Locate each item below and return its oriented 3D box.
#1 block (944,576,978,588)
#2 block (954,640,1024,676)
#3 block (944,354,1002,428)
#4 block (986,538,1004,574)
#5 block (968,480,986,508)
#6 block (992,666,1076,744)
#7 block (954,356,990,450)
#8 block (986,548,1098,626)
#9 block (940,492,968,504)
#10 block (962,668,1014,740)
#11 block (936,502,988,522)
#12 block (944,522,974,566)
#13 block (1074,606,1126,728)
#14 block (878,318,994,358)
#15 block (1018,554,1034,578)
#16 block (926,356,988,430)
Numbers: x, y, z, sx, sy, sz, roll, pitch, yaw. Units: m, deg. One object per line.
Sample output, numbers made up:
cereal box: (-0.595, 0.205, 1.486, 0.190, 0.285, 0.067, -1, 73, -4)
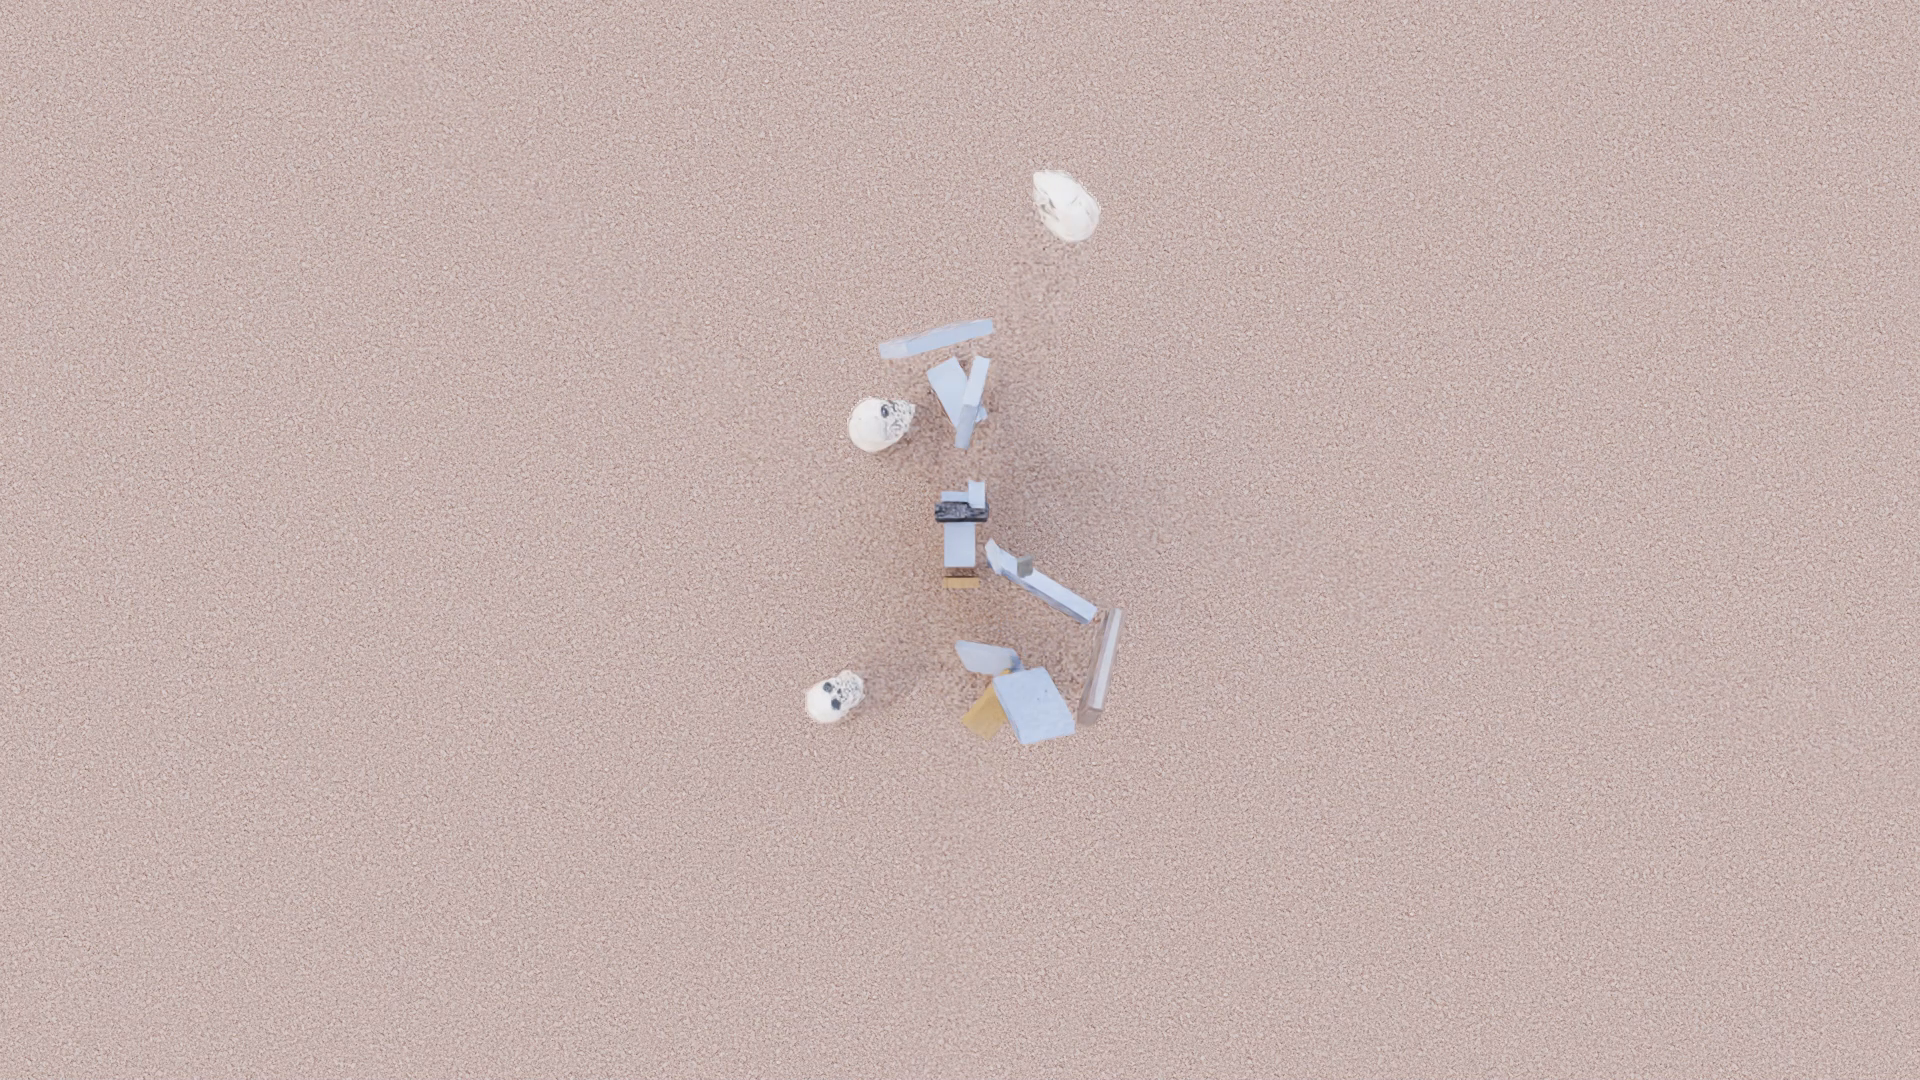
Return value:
block: (0.004, 0.137, 5.386, 0.114, 0.228, 0.032, 0, 90, 0)
block: (0.099, 0.393, 5.388, 0.032, 0.228, 0.114, -54, 133, -32)
block: (0.045, -0.495, 5.484, 0.113, 0.032, 0.225, 23, 90, 0)
block: (0.104, 0.050, 4.946, 0.014, 0.049, 0.097, -7, 57, -24)
block: (0.049, -0.137, 4.944, 0.049, 0.127, 0.014, 4, 123, -3)
block: (0.227, 0.510, 5.126, 0.171, 0.341, 0.048, -12, 115, -8)
block: (0.034, -0.407, 4.932, 0.045, 0.318, 0.159, 15, 70, 1)
block: (0.262, 0.149, 5.311, 0.383, 0.171, 0.048, 31, 83, 5)
block: (-0.004, -0.139, 5.388, 0.113, 0.225, 0.032, 0, 90, 0)
block: (0.120, 0.529, 5.325, 0.114, 0.032, 0.228, 34, 100, -34)
block: (0.005, -0.084, 5.104, 0.159, 0.357, 0.045, 0, 89, 0)
block: (-0.002, -0.010, 5.294, 0.095, 0.027, 0.191, 0, 89, 0)
block: (0.439, 0.398, 5.163, 0.048, 0.171, 0.341, 17, 63, -1)
block: (-0.071, -0.619, 5.057, 0.318, 0.159, 0.045, -20, 103, -30)
block: (0.202, 0.082, 5.085, 0.049, 0.097, 0.014, -21, 58, -9)
block: (-0.012, -0.480, 5.451, 0.113, 0.032, 0.225, -29, 91, 1)
